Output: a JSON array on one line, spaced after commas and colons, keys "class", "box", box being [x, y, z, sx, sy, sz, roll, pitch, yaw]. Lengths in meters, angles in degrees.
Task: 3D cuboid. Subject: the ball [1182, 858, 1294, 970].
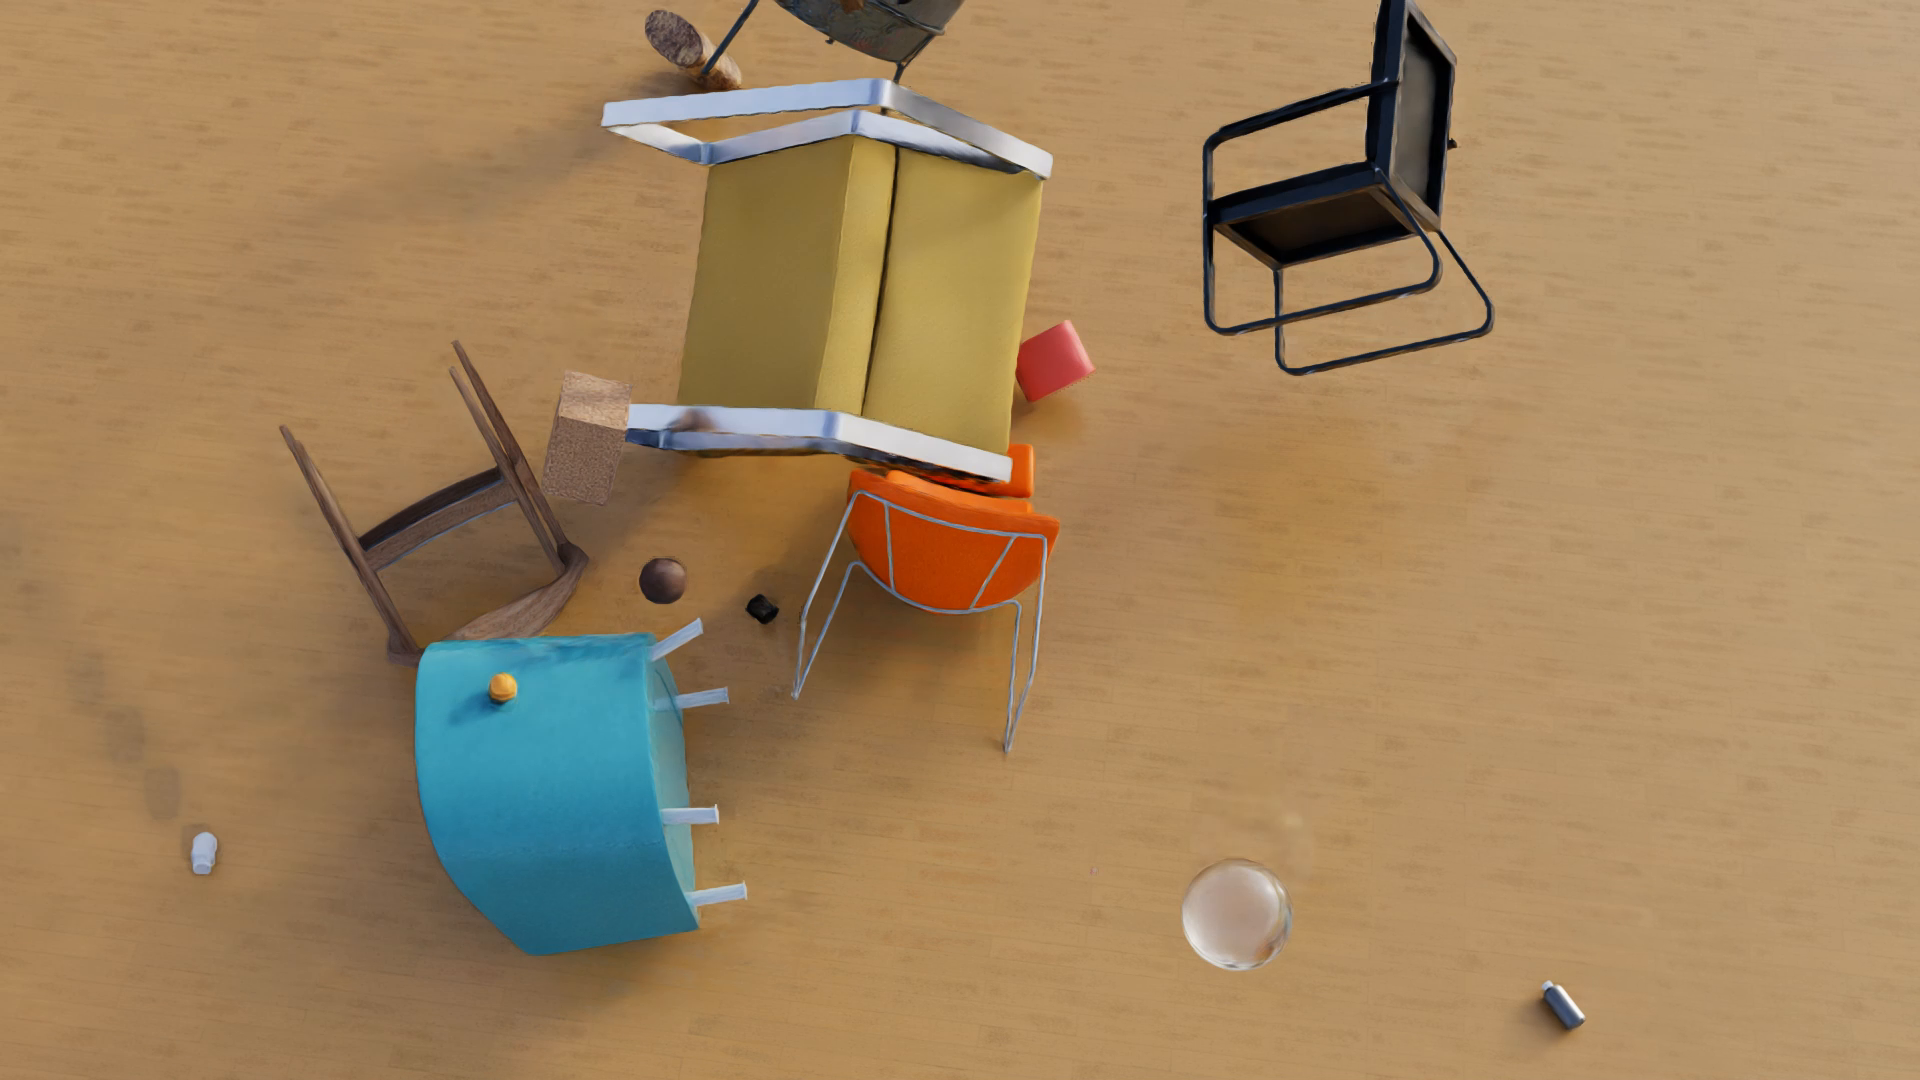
[{"class": "ball", "box": [0.602, 0.812, 4.777, 0.243, 0.243, 0.243, 0, 56, 0]}]

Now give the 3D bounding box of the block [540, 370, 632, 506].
[{"class": "block", "box": [-1.004, -0.274, 5.907, 0.182, 0.249, 0.238, 12, 33, -12]}]

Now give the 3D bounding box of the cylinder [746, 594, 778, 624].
[{"class": "cylinder", "box": [-0.576, 0.202, 6.404, 0.068, 0.057, 0.066, -32, 61, -34]}]

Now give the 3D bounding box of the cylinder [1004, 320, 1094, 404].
[{"class": "cylinder", "box": [0.276, -0.549, 6.782, 0.239, 0.140, 0.175, -26, 92, 26]}]

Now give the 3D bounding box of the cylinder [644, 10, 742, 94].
[{"class": "cylinder", "box": [-0.908, -1.659, 7.496, 0.275, 0.285, 0.142, 40, 96, 23]}]
